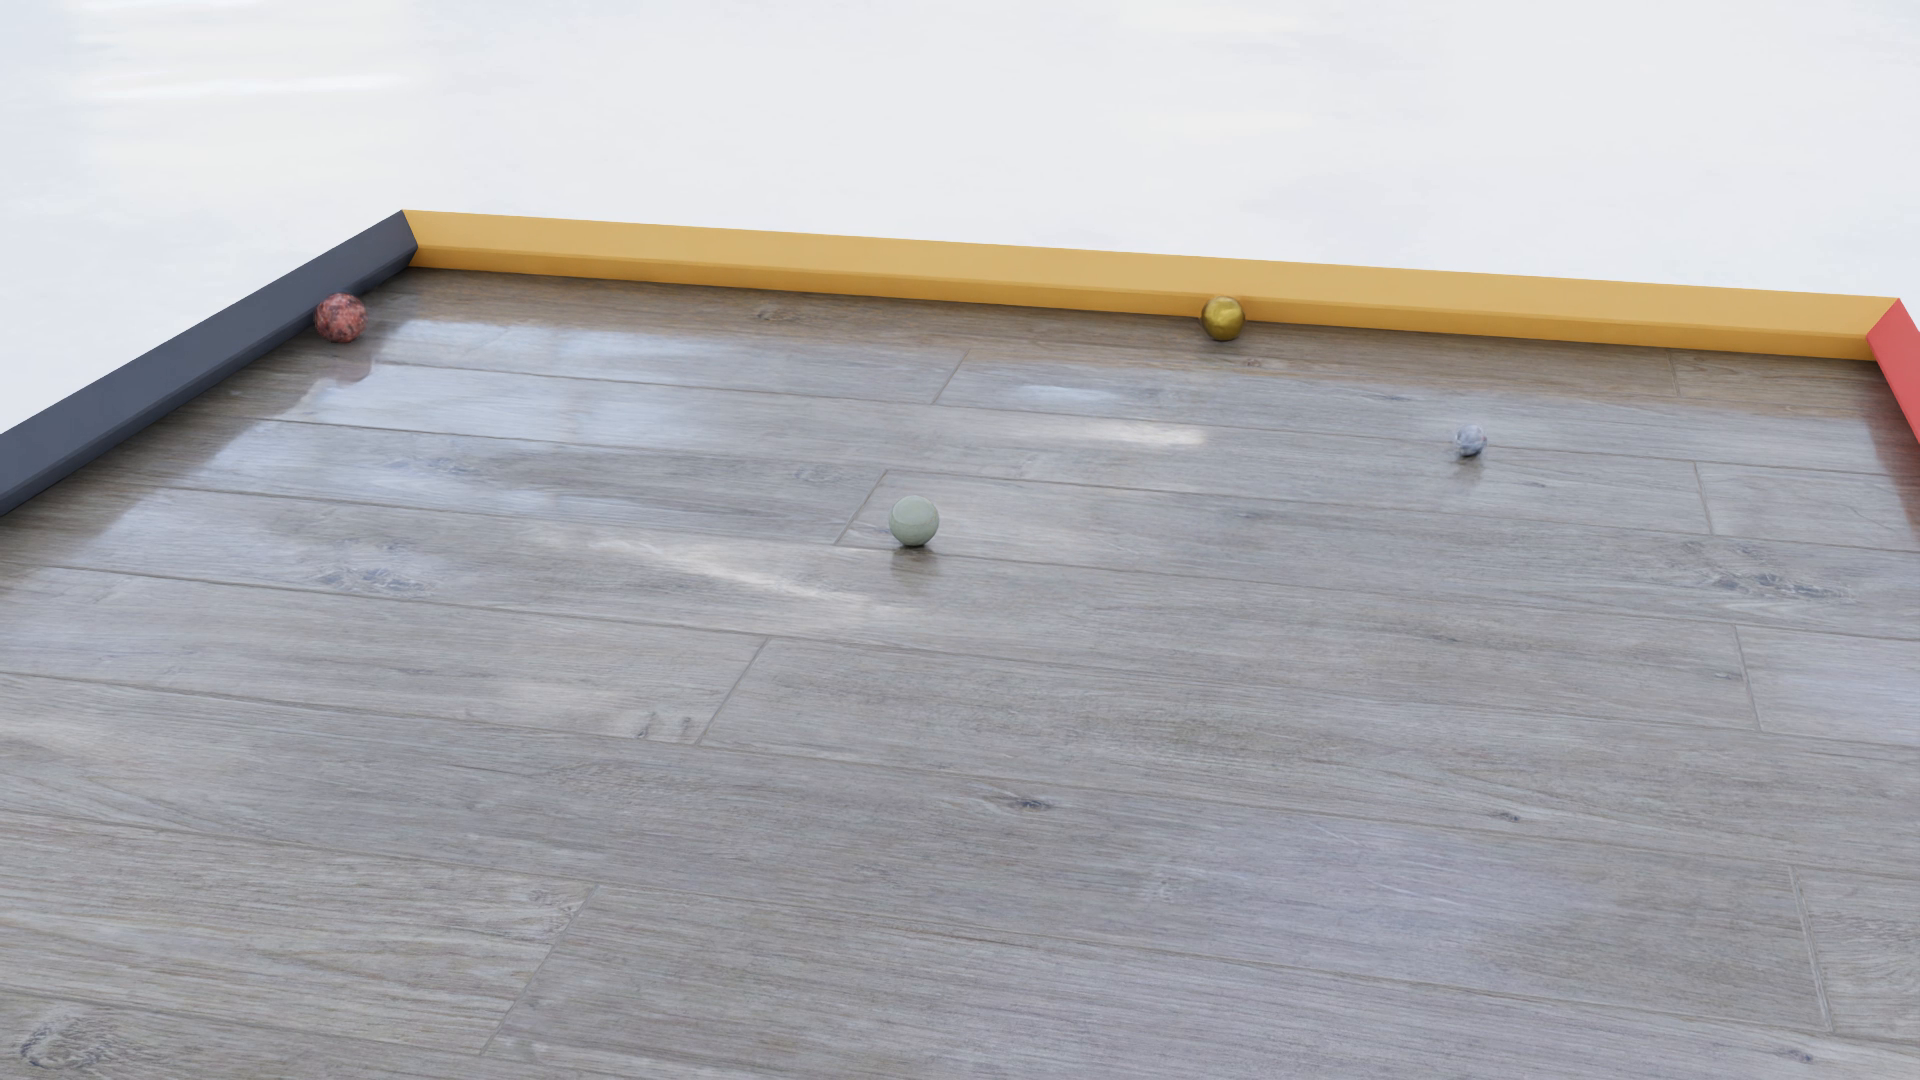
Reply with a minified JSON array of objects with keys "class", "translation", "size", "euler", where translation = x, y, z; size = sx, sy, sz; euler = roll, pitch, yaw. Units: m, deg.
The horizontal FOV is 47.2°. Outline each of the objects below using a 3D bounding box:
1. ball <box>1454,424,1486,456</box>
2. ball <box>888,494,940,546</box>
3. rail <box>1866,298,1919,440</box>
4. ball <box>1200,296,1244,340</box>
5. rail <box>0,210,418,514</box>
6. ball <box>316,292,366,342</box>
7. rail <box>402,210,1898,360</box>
[{"class":"ball","translation":[0.654,-0.128,2.818],"size":[0.040,0.040,0.040],"euler":[0,23,0]},{"class":"ball","translation":[-0.053,-0.023,2.546],"size":[0.059,0.059,0.059],"euler":[0,23,0]},{"class":"rail","translation":[0.890,0.458,1.374],"size":[0.045,0.094,3.978],"euler":[5,24,11]},{"class":"ball","translation":[0.389,-0.329,3.256],"size":[0.066,0.066,0.066],"euler":[0,23,0]},{"class":"rail","translation":[-1.318,0.267,1.822],"size":[0.045,0.094,3.978],"euler":[5,24,11]},{"class":"ball","translation":[-0.913,-0.329,3.247],"size":[0.073,0.073,0.073],"euler":[0,23,0]},{"class":"rail","translation":[0.209,-0.391,3.363],"size":[2.309,0.094,0.045],"euler":[5,24,11]}]
